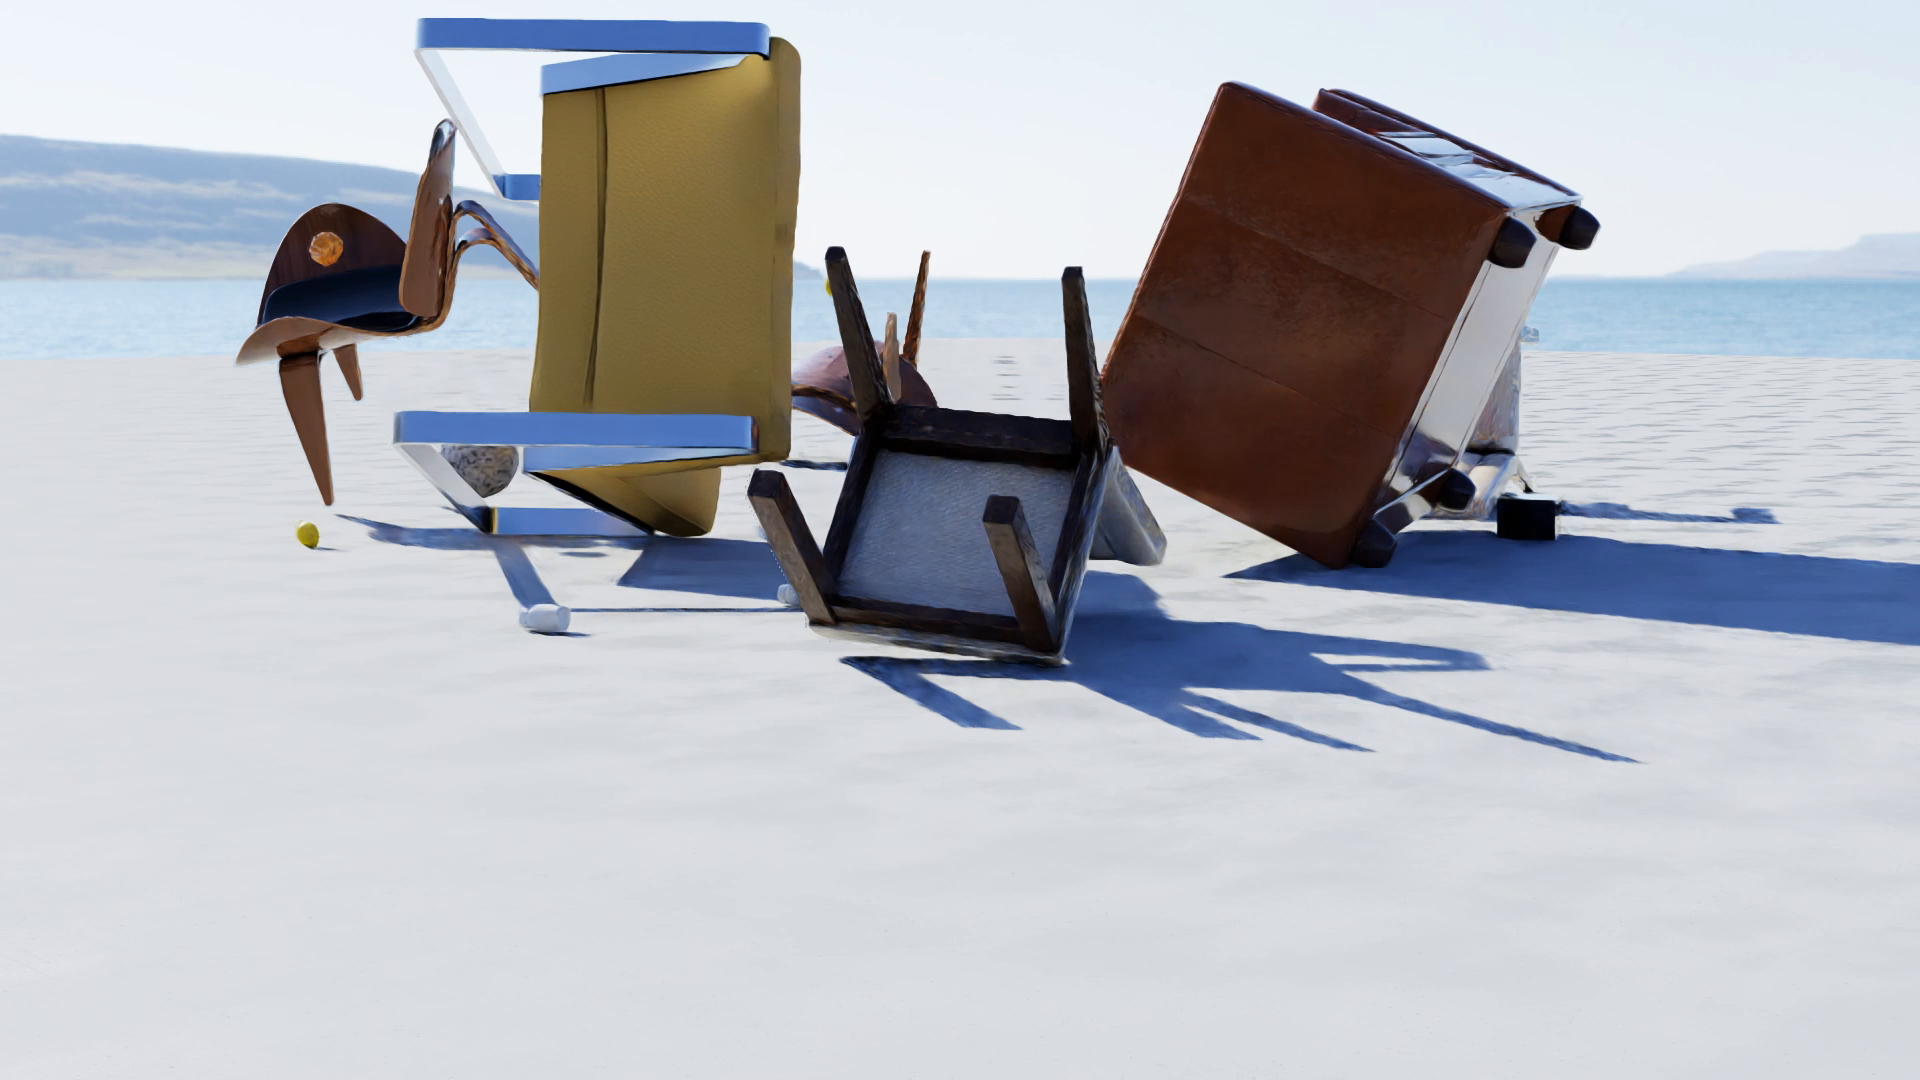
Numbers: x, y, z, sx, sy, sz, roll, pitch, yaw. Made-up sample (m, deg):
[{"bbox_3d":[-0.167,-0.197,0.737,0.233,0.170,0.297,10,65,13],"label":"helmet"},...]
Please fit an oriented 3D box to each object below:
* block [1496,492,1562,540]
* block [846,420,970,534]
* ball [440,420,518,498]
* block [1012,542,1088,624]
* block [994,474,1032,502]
[{"bbox_3d":[1.443,-0.060,6.498,0.144,0.102,0.172,2,6,18],"label":"block"},{"bbox_3d":[-0.106,-0.129,5.281,0.195,0.170,0.121,-9,42,20],"label":"block"},{"bbox_3d":[-1.232,-0.208,6.572,0.200,0.200,0.200,0,6,0],"label":"ball"},{"bbox_3d":[0.171,0.081,4.850,0.079,0.134,0.077,23,-6,-20],"label":"block"},{"bbox_3d":[0.155,-0.153,7.531,0.074,0.076,0.097,4,7,36],"label":"block"}]
